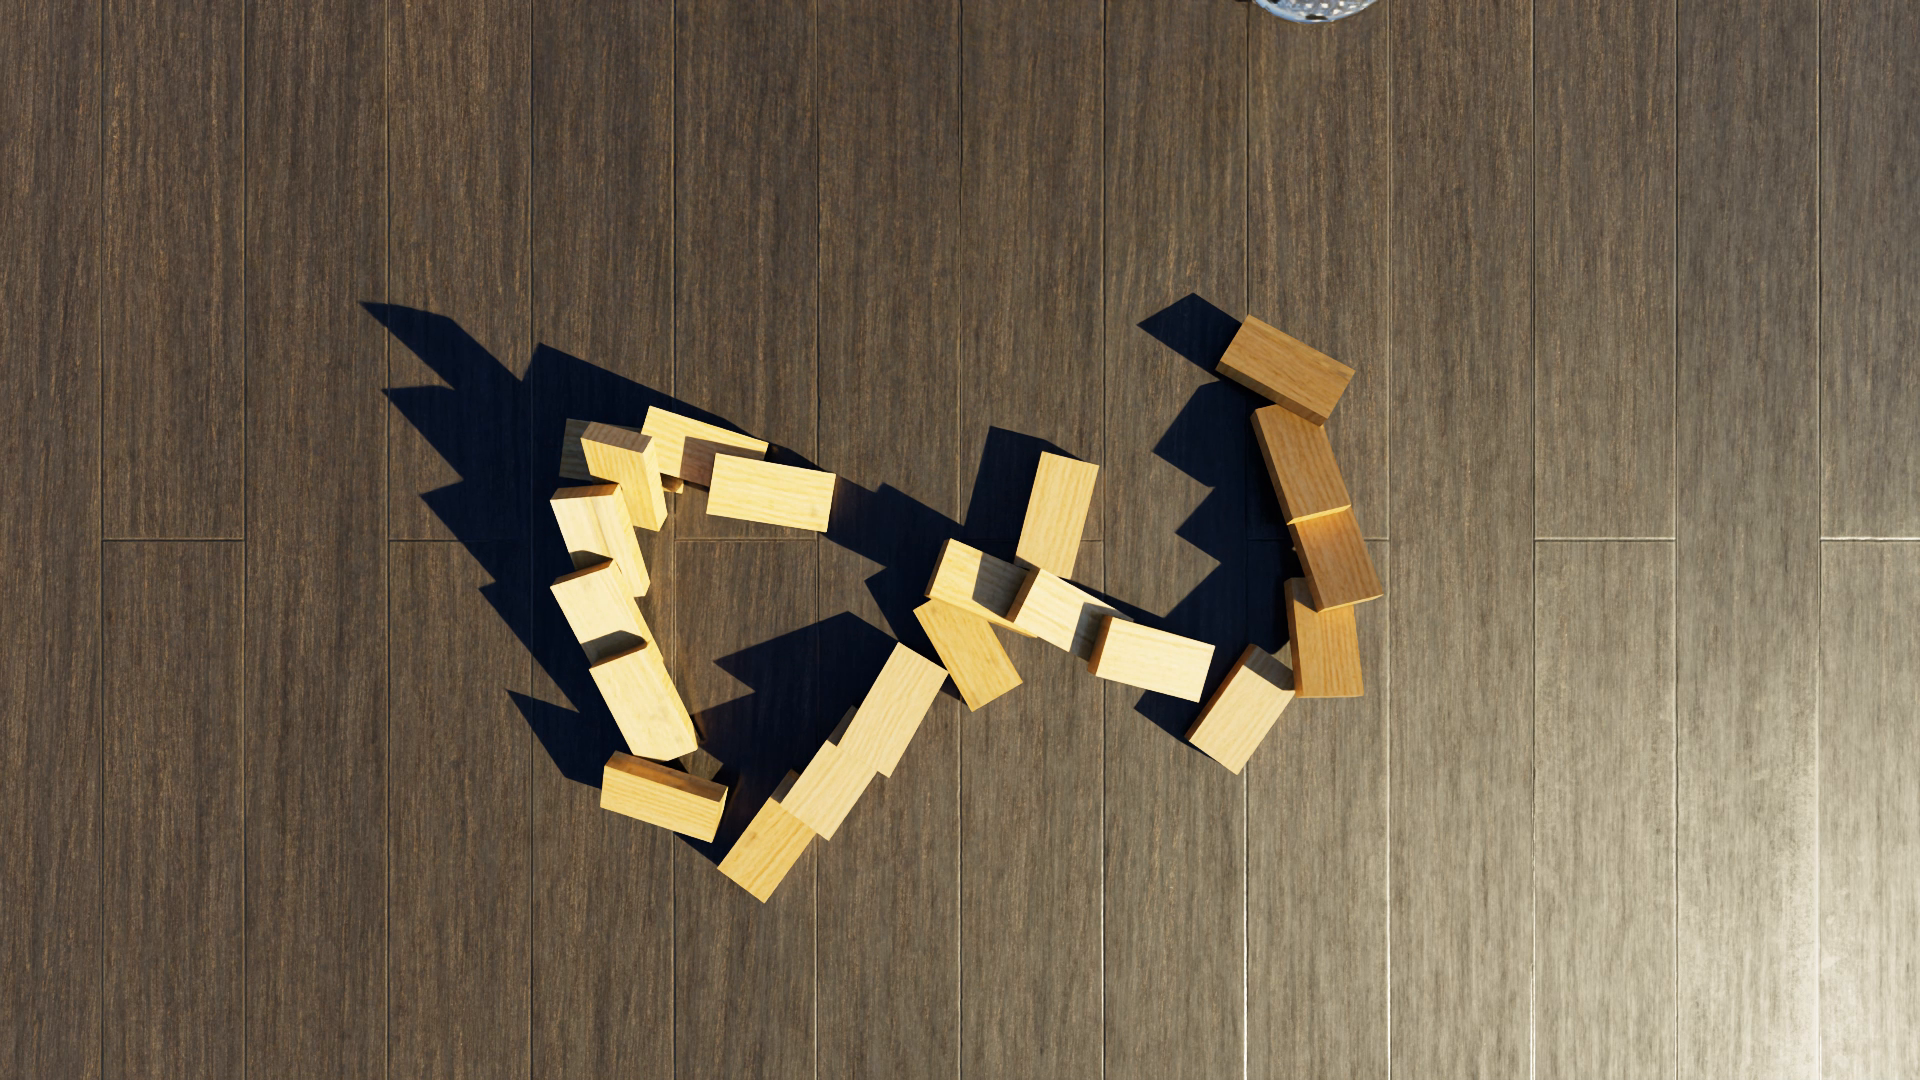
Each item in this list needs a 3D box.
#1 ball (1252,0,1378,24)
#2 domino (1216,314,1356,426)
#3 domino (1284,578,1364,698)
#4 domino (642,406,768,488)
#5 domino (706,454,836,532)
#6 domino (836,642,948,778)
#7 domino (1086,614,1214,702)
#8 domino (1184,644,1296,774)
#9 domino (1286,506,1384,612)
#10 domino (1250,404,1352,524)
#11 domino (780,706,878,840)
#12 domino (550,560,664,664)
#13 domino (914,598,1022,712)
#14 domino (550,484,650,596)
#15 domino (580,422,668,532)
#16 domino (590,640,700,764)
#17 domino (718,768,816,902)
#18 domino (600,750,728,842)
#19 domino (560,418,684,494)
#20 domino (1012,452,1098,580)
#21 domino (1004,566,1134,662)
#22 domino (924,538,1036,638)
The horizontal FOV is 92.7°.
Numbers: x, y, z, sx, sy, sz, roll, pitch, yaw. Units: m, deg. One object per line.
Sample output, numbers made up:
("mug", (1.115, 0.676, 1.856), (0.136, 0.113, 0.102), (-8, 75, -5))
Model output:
("ball", (0.145, -0.249, 0.360), (0.080, 0.080, 0.080), (0, 90, 0))
("domino", (0.138, -0.072, 0.389), (0.050, 0.010, 0.025), (31, 80, 10))
("domino", (0.154, 0.041, 0.389), (0.025, 0.010, 0.050), (-1, 76, 0))
("domino", (-0.110, -0.036, 0.388), (0.050, 0.009, 0.025), (17, 88, -15))
("domino", (-0.080, -0.020, 0.388), (0.050, 0.009, 0.025), (9, 90, -18))
("domino", (-0.028, 0.072, 0.388), (0.025, 0.009, 0.050), (31, 74, -1))
("domino", (0.081, 0.050, 0.388), (0.050, 0.009, 0.025), (16, 90, -17))
("domino", (0.122, 0.073, 0.395), (0.025, 0.009, 0.050), (35, 90, 0))
("domino", (0.157, 0.003, 0.389), (0.025, 0.010, 0.050), (-14, 74, 0))
("domino", (0.144, -0.034, 0.389), (0.025, 0.009, 0.050), (-14, 76, 0))
("domino", (-0.051, 0.098, 0.389), (0.025, 0.010, 0.050), (36, 76, 0))
("domino", (-0.148, 0.035, 0.386), (0.025, 0.010, 0.050), (-18, 112, 0))
("domino", (0.003, 0.045, 0.395), (0.025, 0.010, 0.050), (-30, 90, 0))
("domino", (-0.149, 0.001, 0.382), (0.025, 0.009, 0.050), (-5, 123, 0))
("domino", (-0.137, -0.025, 0.377), (0.025, 0.050, 0.010), (14, 52, 1))
("domino", (-0.133, 0.070, 0.388), (0.025, 0.009, 0.050), (-20, 106, 0))
("domino", (-0.079, 0.127, 0.395), (0.025, 0.010, 0.050), (36, 90, 0))
("domino", (-0.126, 0.109, 0.390), (0.050, 0.010, 0.025), (18, 120, 0))
("domino", (-0.145, -0.036, 0.395), (0.050, 0.010, 0.025), (8, 90, 0))
("domino", (0.041, -0.010, 0.395), (0.025, 0.010, 0.050), (14, 90, 0))
("domino", (0.046, 0.033, 0.386), (0.050, 0.010, 0.025), (28, 86, -21))
("domino", (0.013, 0.021, 0.387), (0.050, 0.010, 0.025), (23, 79, -14))
